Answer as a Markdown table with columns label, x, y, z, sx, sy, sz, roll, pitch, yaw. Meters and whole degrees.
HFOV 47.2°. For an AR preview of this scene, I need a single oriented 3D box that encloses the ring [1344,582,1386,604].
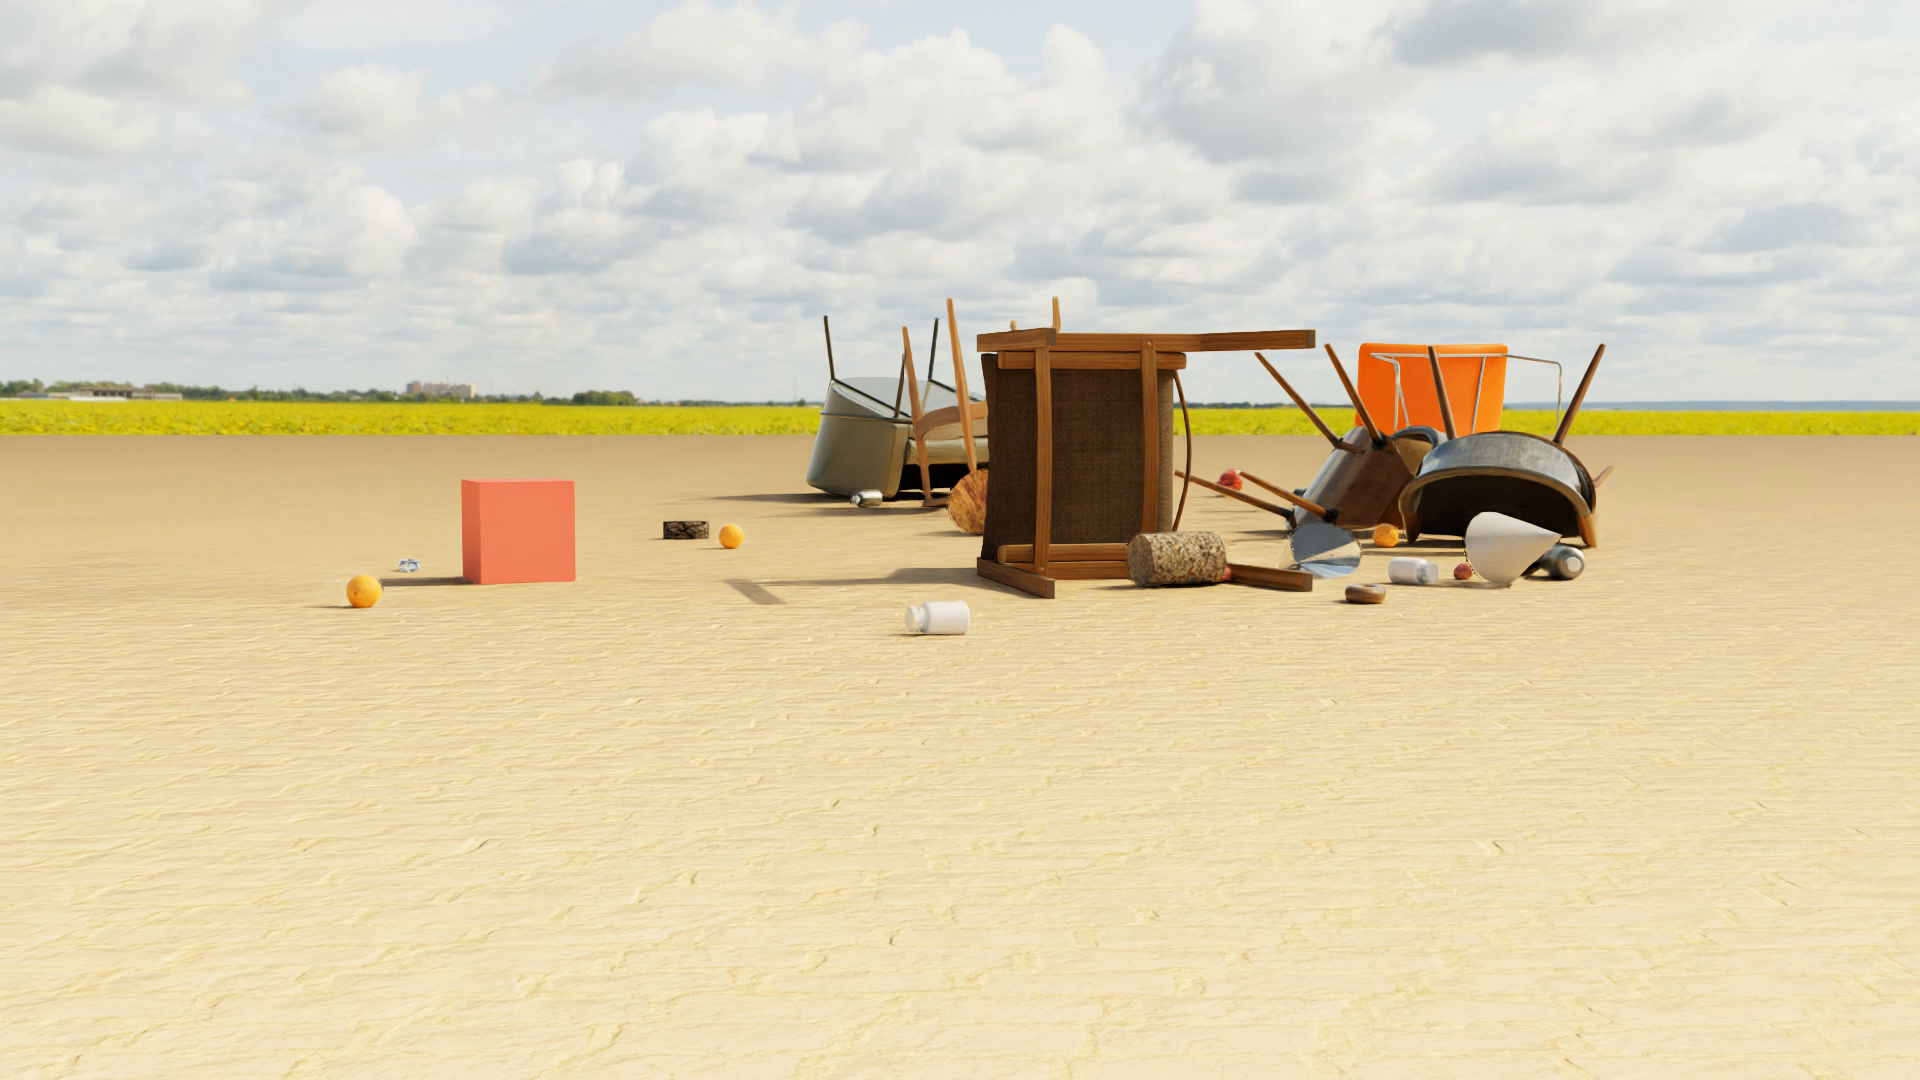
| label | x | y | z | sx | sy | sz | roll | pitch | yaw |
| --- | --- | --- | --- | --- | --- | --- | --- | --- | --- |
| ring | 0.857 | 0.113 | 4.647 | 0.087 | 0.036 | 0.140 | 2 | 5 | 7 |

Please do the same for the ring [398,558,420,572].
| label | x | y | z | sx | sy | sz | roll | pitch | yaw |
| --- | --- | --- | --- | --- | --- | --- | --- | --- | --- |
| ring | -1.361 | 0.063 | 5.436 | 0.049 | 0.027 | 0.111 | 0 | 4 | -30 |

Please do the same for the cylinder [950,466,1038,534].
| label | x | y | z | sx | sy | sz | roll | pitch | yaw |
| --- | --- | --- | --- | --- | --- | --- | --- | --- | --- |
| cylinder | 0.108 | -0.124 | 6.859 | 0.224 | 0.197 | 0.249 | -23 | -3 | 17 |

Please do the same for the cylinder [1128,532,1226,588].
| label | x | y | z | sx | sy | sz | roll | pitch | yaw |
| --- | --- | --- | --- | --- | --- | --- | --- | --- | --- |
| cylinder | 0.494 | 0.045 | 5.015 | 0.189 | 0.119 | 0.121 | -2 | 45 | -24 |

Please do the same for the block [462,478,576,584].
| label | x | y | z | sx | sy | sz | roll | pitch | yaw |
| --- | --- | --- | --- | --- | --- | --- | --- | --- | --- |
| block | -1.042 | -0.024 | 5.181 | 0.220 | 0.235 | 0.212 | -2 | 4 | -24 |

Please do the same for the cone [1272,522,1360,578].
| label | x | y | z | sx | sy | sz | roll | pitch | yaw |
| --- | --- | --- | --- | --- | --- | --- | --- | --- | --- |
| cone | 0.818 | 0.052 | 5.317 | 0.212 | 0.135 | 0.214 | 7 | -18 | -29 |

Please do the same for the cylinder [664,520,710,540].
| label | x | y | z | sx | sy | sz | roll | pitch | yaw |
| --- | --- | --- | --- | --- | --- | --- | --- | --- | --- |
| cylinder | -0.821 | -0.030 | 6.599 | 0.139 | 0.052 | 0.076 | 0 | 4 | 2 |

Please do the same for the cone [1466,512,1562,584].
| label | x | y | z | sx | sy | sz | roll | pitch | yaw |
| --- | --- | --- | --- | --- | --- | --- | --- | --- | --- |
| cone | 1.294 | 0.003 | 5.002 | 0.249 | 0.170 | 0.175 | 2 | -11 | -44 |
